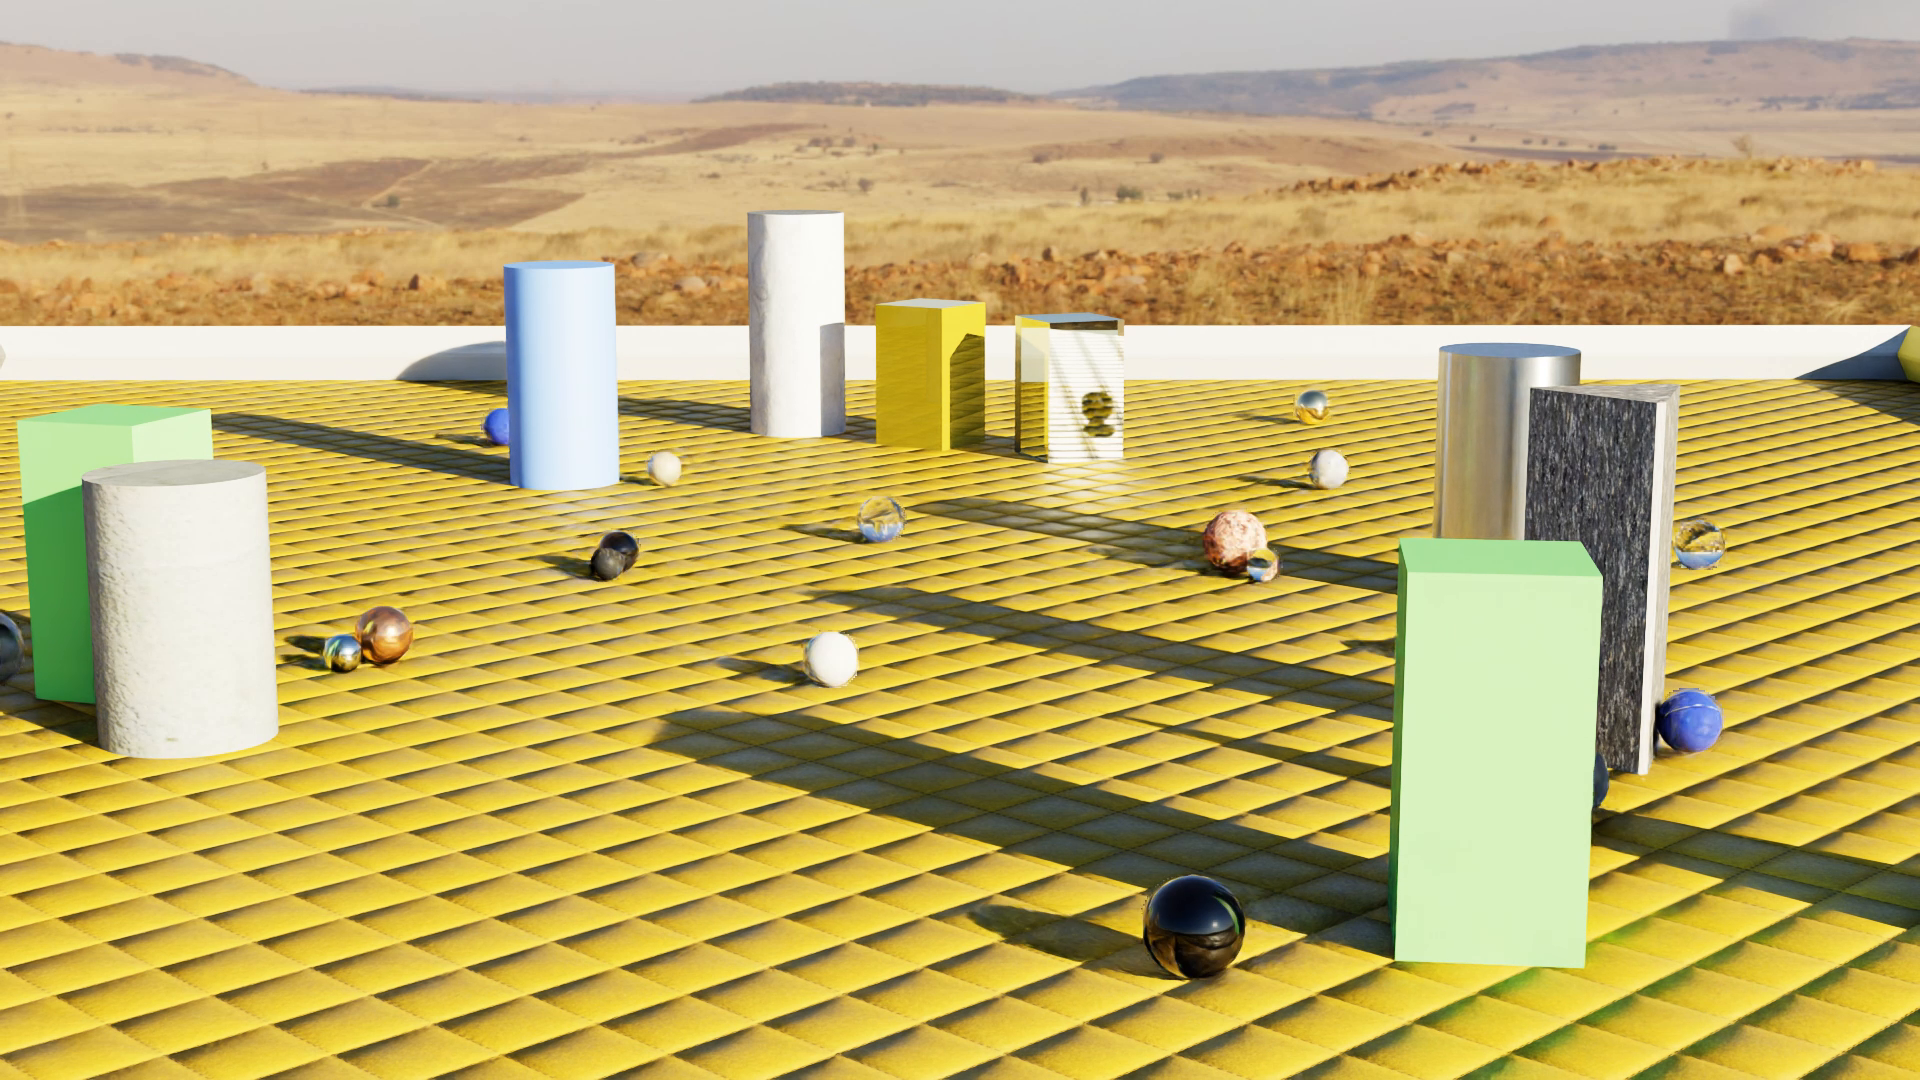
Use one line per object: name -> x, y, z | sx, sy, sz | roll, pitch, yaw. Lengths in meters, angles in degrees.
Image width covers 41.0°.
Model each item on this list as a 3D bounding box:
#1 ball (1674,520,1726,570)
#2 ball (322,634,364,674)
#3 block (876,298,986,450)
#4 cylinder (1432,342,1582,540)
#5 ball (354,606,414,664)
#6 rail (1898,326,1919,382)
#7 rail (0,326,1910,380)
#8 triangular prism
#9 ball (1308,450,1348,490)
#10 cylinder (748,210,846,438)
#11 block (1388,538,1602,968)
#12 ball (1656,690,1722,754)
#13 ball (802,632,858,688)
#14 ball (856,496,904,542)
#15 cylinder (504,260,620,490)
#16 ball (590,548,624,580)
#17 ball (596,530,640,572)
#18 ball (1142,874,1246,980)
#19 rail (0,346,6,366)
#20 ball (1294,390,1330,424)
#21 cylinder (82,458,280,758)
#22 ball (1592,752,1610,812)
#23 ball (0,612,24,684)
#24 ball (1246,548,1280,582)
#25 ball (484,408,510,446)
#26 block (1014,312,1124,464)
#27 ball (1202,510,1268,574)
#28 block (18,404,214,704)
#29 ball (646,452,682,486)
ball -> 1.073, 0.008, 3.724 | 0.072, 0.072, 0.072 | 0, 11, 0
ball -> -0.745, 0.137, 3.098 | 0.047, 0.047, 0.047 | 0, 11, 0
block -> -0.056, -0.321, 4.948 | 0.152, 0.271, 0.152 | 7, 13, 32
cylinder -> 0.748, -0.091, 3.520 | 0.190, 0.341, 0.190 | 0, 11, 0
ball -> -0.707, 0.116, 3.148 | 0.071, 0.071, 0.071 | 0, 11, 0
rail -> 2.201, 0.029, 3.462 | 0.045, 0.124, 5.095 | 0, 11, 0
rail -> -0.015, -0.430, 5.931 | 4.449, 0.124, 0.045 | 0, 11, 0
triangular prism -> 0.710, 0.033, 2.728 | 0.143, 0.388, 0.165 | -9, 14, -39
ball -> 0.634, -0.121, 4.422 | 0.069, 0.069, 0.069 | 0, 11, 0
cylinder -> -0.324, -0.433, 5.099 | 0.190, 0.435, 0.190 | 0, 11, 0
block -> 0.442, 0.173, 2.143 | 0.152, 0.325, 0.152 | 1, 11, 7
ball -> 0.773, 0.193, 2.717 | 0.067, 0.067, 0.067 | 0, 11, 0
ball -> -0.153, 0.141, 3.027 | 0.066, 0.066, 0.066 | 0, 11, 0
ball -> -0.122, -0.032, 3.935 | 0.073, 0.073, 0.073 | 0, 11, 0
cylinder -> -0.695, -0.290, 4.482 | 0.190, 0.380, 0.190 | 0, 11, 0
ball -> -0.503, 0.034, 3.649 | 0.048, 0.048, 0.048 | 0, 11, 0
ball -> -0.493, 0.017, 3.701 | 0.060, 0.060, 0.060 | 0, 11, 0
ball -> 0.188, 0.311, 2.064 | 0.083, 0.083, 0.083 | 0, 11, 0
rail -> -2.201, 0.034, 3.437 | 0.045, 0.124, 5.095 | 0, 11, 0
ball -> 0.716, -0.269, 5.215 | 0.071, 0.071, 0.071 | 0, 11, 0
cylinder -> -0.845, 0.071, 2.785 | 0.190, 0.292, 0.190 | 0, 11, 0
ball -> 0.597, 0.235, 2.506 | 0.072, 0.072, 0.072 | 0, 11, 0
ball -> -1.151, 0.128, 3.018 | 0.095, 0.095, 0.095 | 0, 11, 0
ball -> 0.431, 0.035, 3.645 | 0.047, 0.047, 0.047 | 0, 11, 0
ball -> -0.877, -0.217, 4.926 | 0.075, 0.075, 0.075 | 0, 11, 0
block -> 0.203, -0.286, 4.792 | 0.152, 0.259, 0.152 | -4, 11, -23
ball -> 0.396, 0.002, 3.700 | 0.092, 0.092, 0.092 | 0, 11, 0
block -> -0.976, 0.015, 2.994 | 0.152, 0.325, 0.152 | 3, 11, 17
ball -> -0.514, -0.124, 4.464 | 0.061, 0.061, 0.061 | 0, 11, 0
